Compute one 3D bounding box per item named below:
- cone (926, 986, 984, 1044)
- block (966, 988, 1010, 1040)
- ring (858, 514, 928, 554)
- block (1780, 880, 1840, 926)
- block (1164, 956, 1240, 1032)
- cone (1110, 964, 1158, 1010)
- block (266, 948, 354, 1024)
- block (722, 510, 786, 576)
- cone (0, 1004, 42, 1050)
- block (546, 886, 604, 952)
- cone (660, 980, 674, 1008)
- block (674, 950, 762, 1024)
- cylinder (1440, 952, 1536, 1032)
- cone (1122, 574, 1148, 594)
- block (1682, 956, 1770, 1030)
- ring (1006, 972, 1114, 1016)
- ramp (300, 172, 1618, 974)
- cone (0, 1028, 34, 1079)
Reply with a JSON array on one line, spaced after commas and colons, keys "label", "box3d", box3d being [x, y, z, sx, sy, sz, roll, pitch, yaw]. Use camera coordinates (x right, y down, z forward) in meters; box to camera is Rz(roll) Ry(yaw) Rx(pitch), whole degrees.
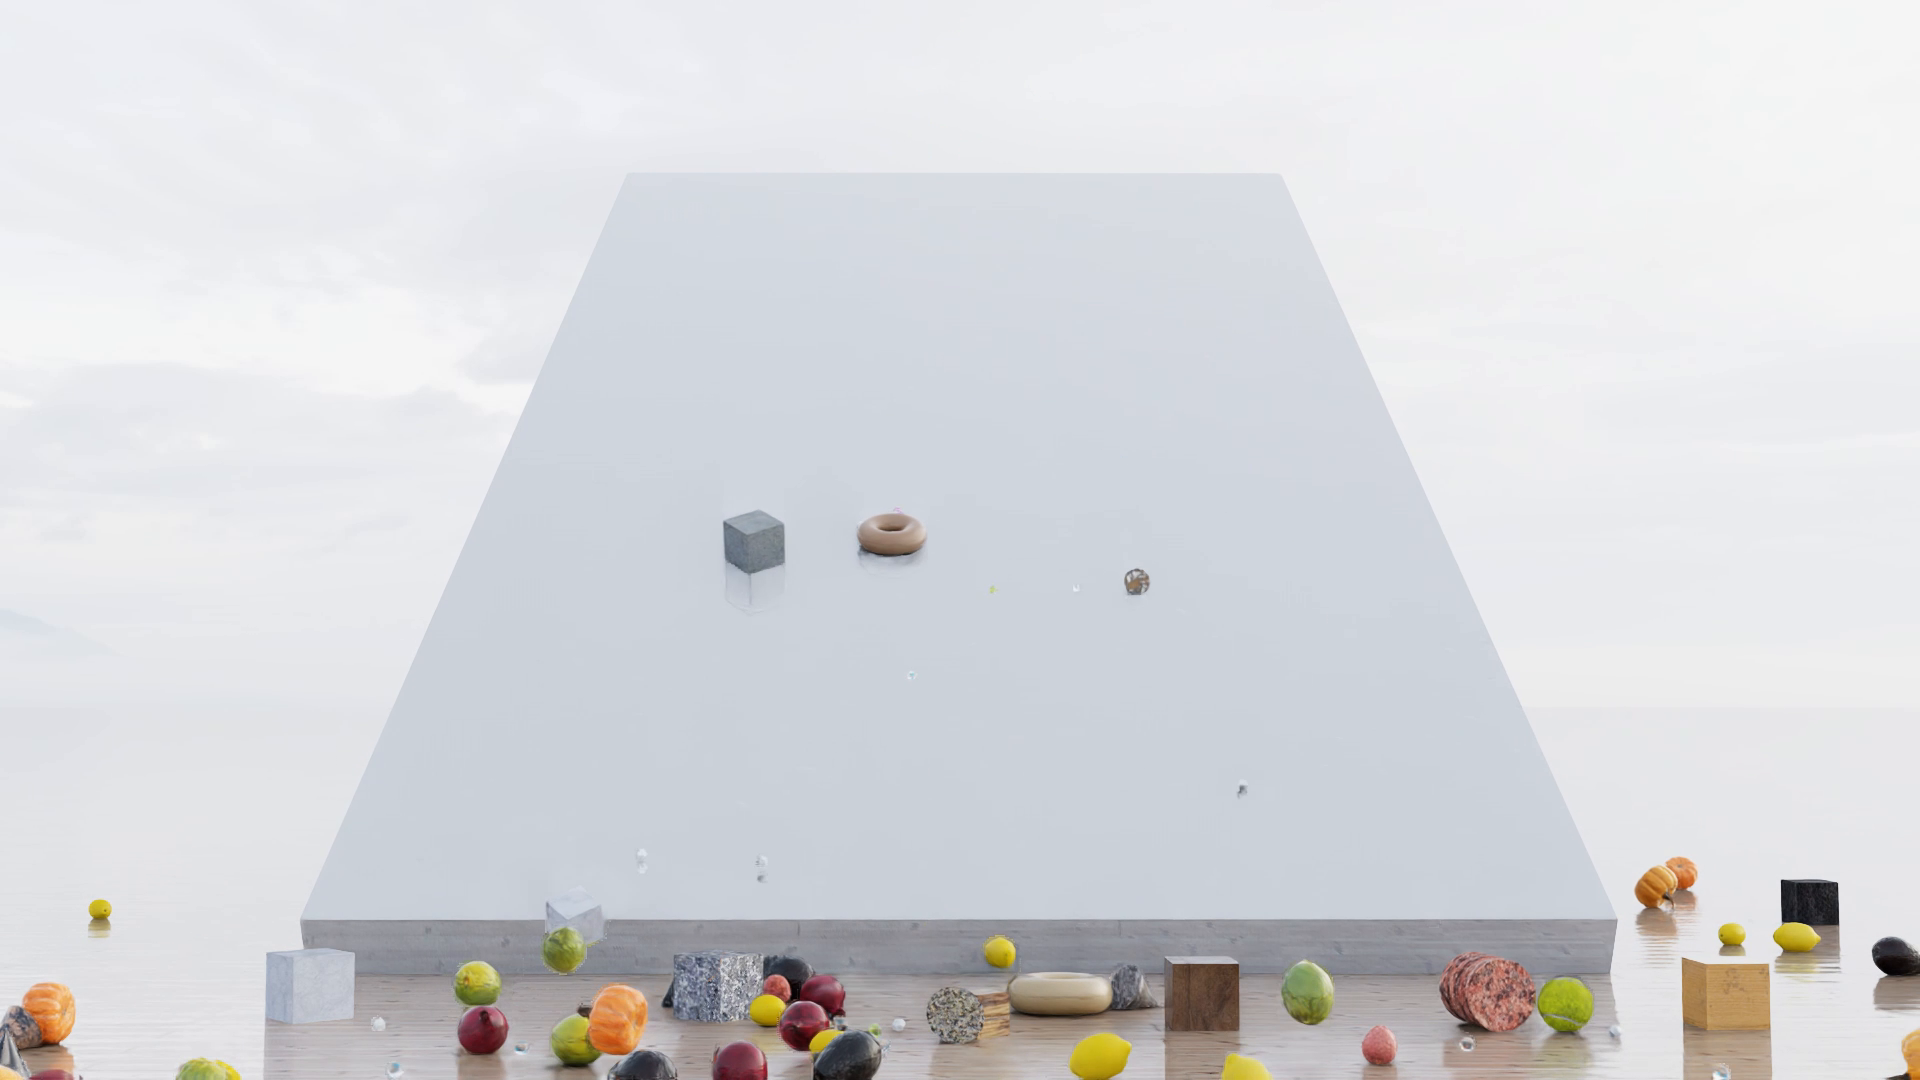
[{"label": "cone", "box3d": [-0.013, 0.602, 2.910, 0.073, 0.073, 0.073, 1, -31, -14]}, {"label": "block", "box3d": [0.024, 0.593, 2.938, 0.055, 0.055, 0.055, 3, -5, -40]}, {"label": "ring", "box3d": [-0.136, -0.012, 4.751, 0.144, 0.048, 0.144, 0, 24, 0]}, {"label": "block", "box3d": [1.602, 0.683, 4.418, 0.079, 0.079, 0.079, 0, -4, -2]}, {"label": "block", "box3d": [0.311, 0.584, 3.019, 0.085, 0.085, 0.085, 0, -4, -2]}, {"label": "cone", "box3d": [0.248, 0.623, 3.195, 0.067, 0.067, 0.067, 35, -21, -27]}, {"label": "block", "box3d": [-0.861, 0.589, 3.102, 0.085, 0.085, 0.085, 3, -5, -40]}, {"label": "block", "box3d": [-0.409, 0.004, 4.667, 0.088, 0.088, 0.088, -18, 31, -34]}, {"label": "cone", "box3d": [-1.143, 0.598, 2.803, 0.060, 0.060, 0.060, -3, 22, 34]}, {"label": "block", "box3d": [-0.575, 0.566, 3.501, 0.060, 0.060, 0.060, -21, 33, -35]}, {"label": "cone", "box3d": [-0.381, 0.609, 3.225, 0.062, 0.062, 0.062, 0, -4, 0]}, {"label": "block", "box3d": [-0.320, 0.591, 3.107, 0.083, 0.083, 0.083, -3, -5, 36]}, {"label": "cylinder", "box3d": [0.678, 0.580, 3.014, 0.091, 0.091, 0.091, 1, -4, -11]}, {"label": "cone", "box3d": [0.343, 0.082, 4.580, 0.052, 0.052, 0.052, -1, 19, 10]}, {"label": "block", "box3d": [0.990, 0.585, 3.032, 0.083, 0.083, 0.083, 0, -4, -4]}, {"label": "ring", "box3d": [0.135, 0.613, 3.165, 0.145, 0.048, 0.145, 1, -5, 0]}, {"label": "ramp", "box3d": [-0.009, -0.229, 5.386, 2.000, 0.100, 4.000, 0, 25, 0]}, {"label": "cone", "box3d": [-1.011, 0.553, 2.483, 0.072, 0.072, 0.072, 0, -4, 0]}]
